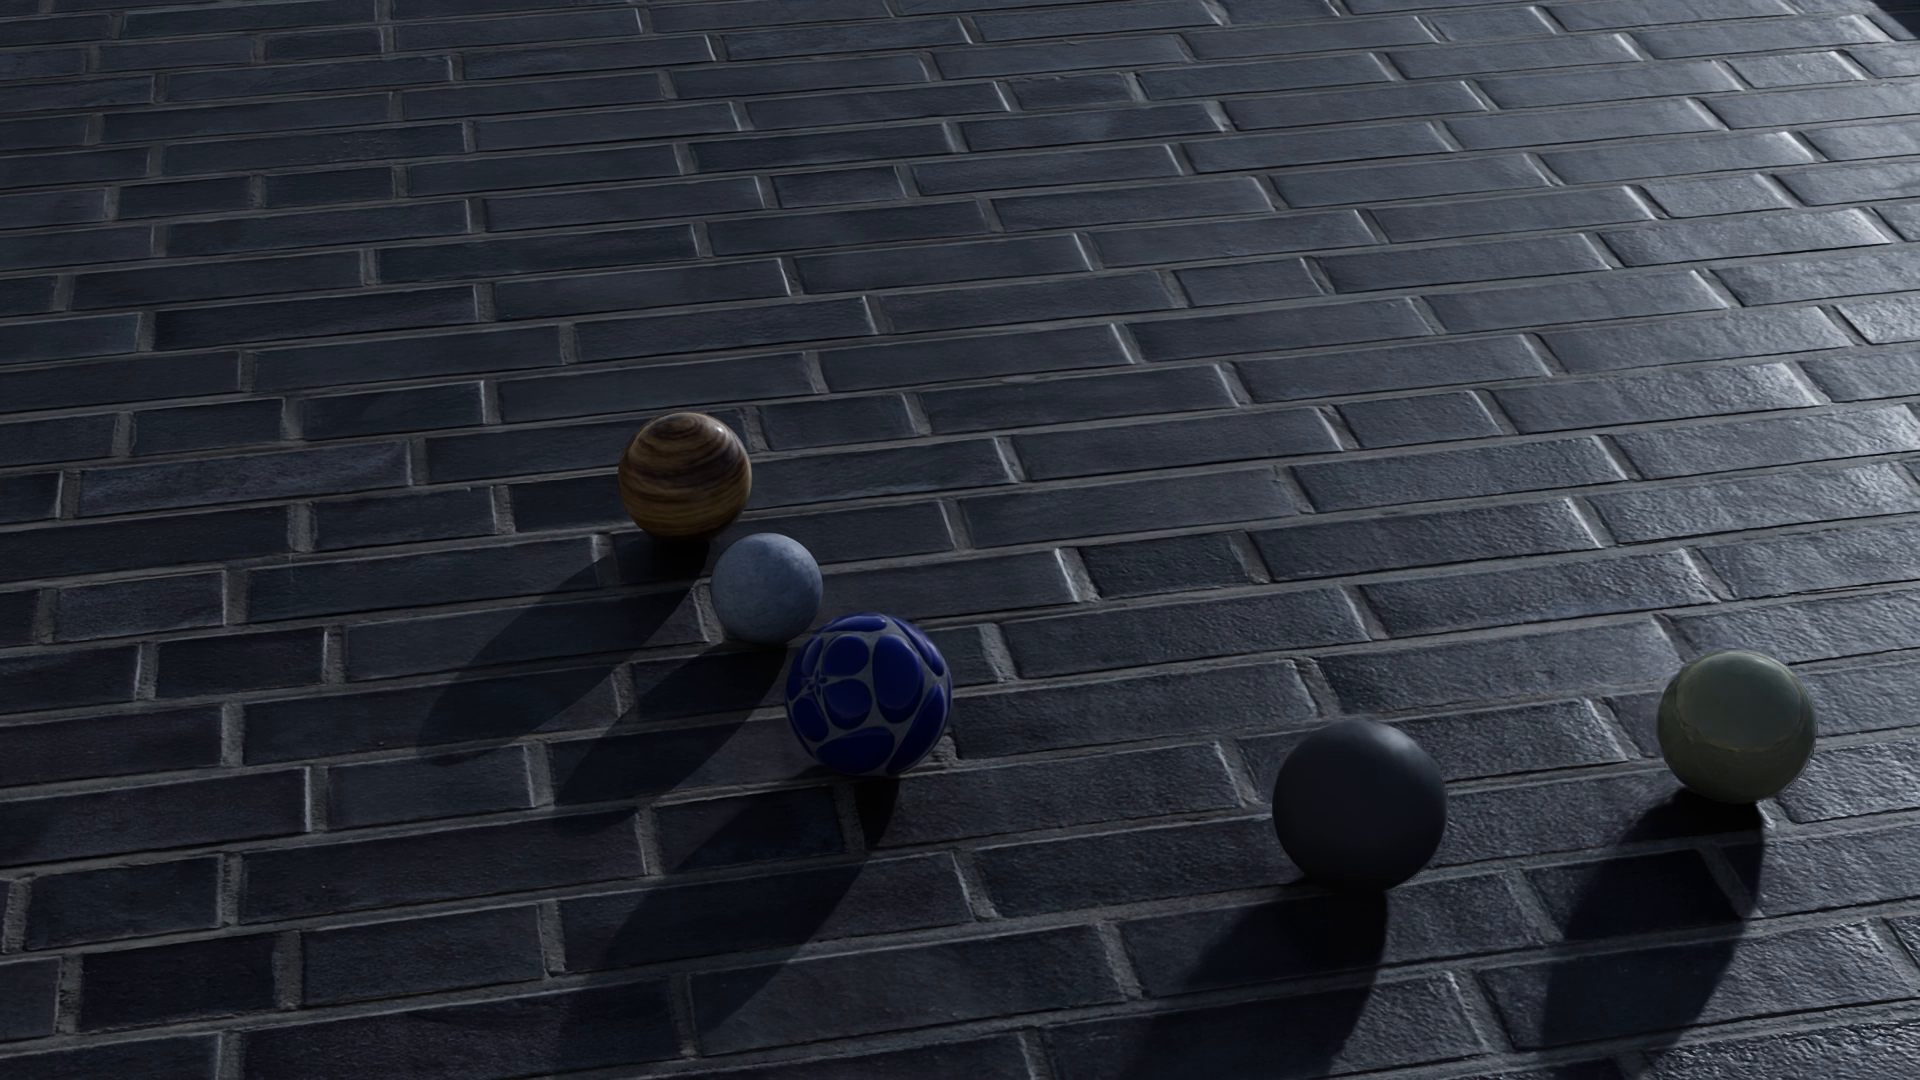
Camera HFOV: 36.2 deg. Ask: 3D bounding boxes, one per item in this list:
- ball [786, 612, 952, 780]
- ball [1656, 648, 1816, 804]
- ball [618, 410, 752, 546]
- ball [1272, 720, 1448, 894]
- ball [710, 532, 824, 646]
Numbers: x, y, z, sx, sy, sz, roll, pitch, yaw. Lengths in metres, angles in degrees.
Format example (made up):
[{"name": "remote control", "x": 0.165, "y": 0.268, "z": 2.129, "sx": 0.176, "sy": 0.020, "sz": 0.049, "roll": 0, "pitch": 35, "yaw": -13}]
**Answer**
[{"name": "ball", "x": -0.046, "y": 0.078, "z": 1.479, "sx": 0.084, "sy": 0.084, "sz": 0.084, "roll": 0, "pitch": 32, "yaw": 0}, {"name": "ball", "x": 0.386, "y": 0.093, "z": 1.462, "sx": 0.077, "sy": 0.077, "sz": 0.077, "roll": 0, "pitch": 32, "yaw": 0}, {"name": "ball", "x": -0.156, "y": -0.035, "z": 1.670, "sx": 0.076, "sy": 0.076, "sz": 0.076, "roll": 0, "pitch": 32, "yaw": 0}, {"name": "ball", "x": 0.190, "y": 0.127, "z": 1.401, "sx": 0.083, "sy": 0.083, "sz": 0.083, "roll": 0, "pitch": 32, "yaw": 0}, {"name": "ball", "x": -0.104, "y": 0.027, "z": 1.584, "sx": 0.061, "sy": 0.061, "sz": 0.061, "roll": 0, "pitch": 32, "yaw": 0}]
